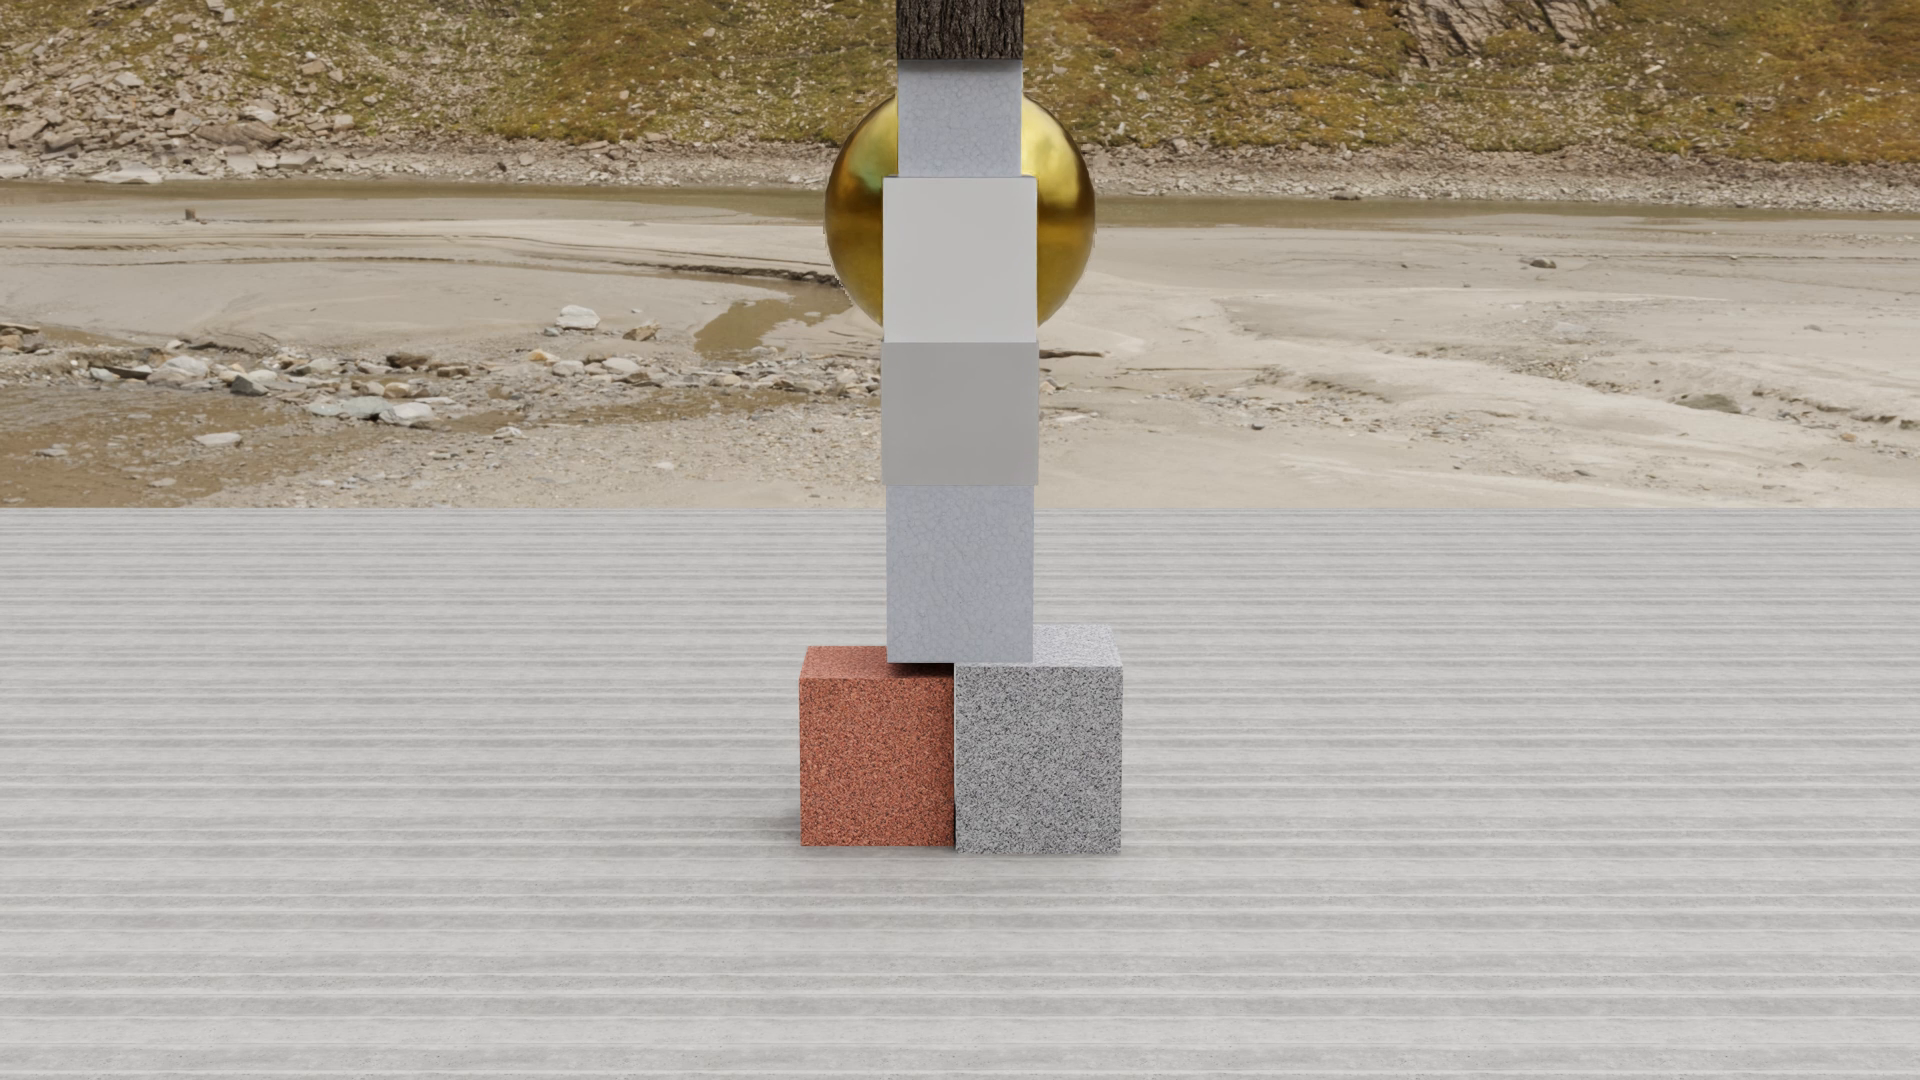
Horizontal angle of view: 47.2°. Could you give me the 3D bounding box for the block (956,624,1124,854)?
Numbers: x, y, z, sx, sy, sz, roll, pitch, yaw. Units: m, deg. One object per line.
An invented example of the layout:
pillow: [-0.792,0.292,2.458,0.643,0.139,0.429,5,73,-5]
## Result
block: [0.390,1.008,11.346,0.822,0.958,0.948,0,10,0]

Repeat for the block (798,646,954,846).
block: [-0.416,1.051,11.353,0.770,0.869,0.710,0,10,0]

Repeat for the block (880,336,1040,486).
block: [0.000,-0.686,11.074,0.764,0.696,0.867,0,10,0]

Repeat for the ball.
ball: [0.000,-1.905,12.942,1.600,1.600,1.600,0,10,0]

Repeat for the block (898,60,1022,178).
block: [0.000,-2.068,10.808,0.593,0.555,0.560,0,10,0]

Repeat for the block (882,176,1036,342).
block: [0.000,-1.410,10.923,0.734,0.782,0.761,0,10,0]

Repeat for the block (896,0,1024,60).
block: [0.000,-2.634,10.685,0.604,0.603,0.647,0,10,0]

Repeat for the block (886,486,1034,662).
block: [0.000,0.093,11.214,0.723,0.888,0.855,0,10,0]
